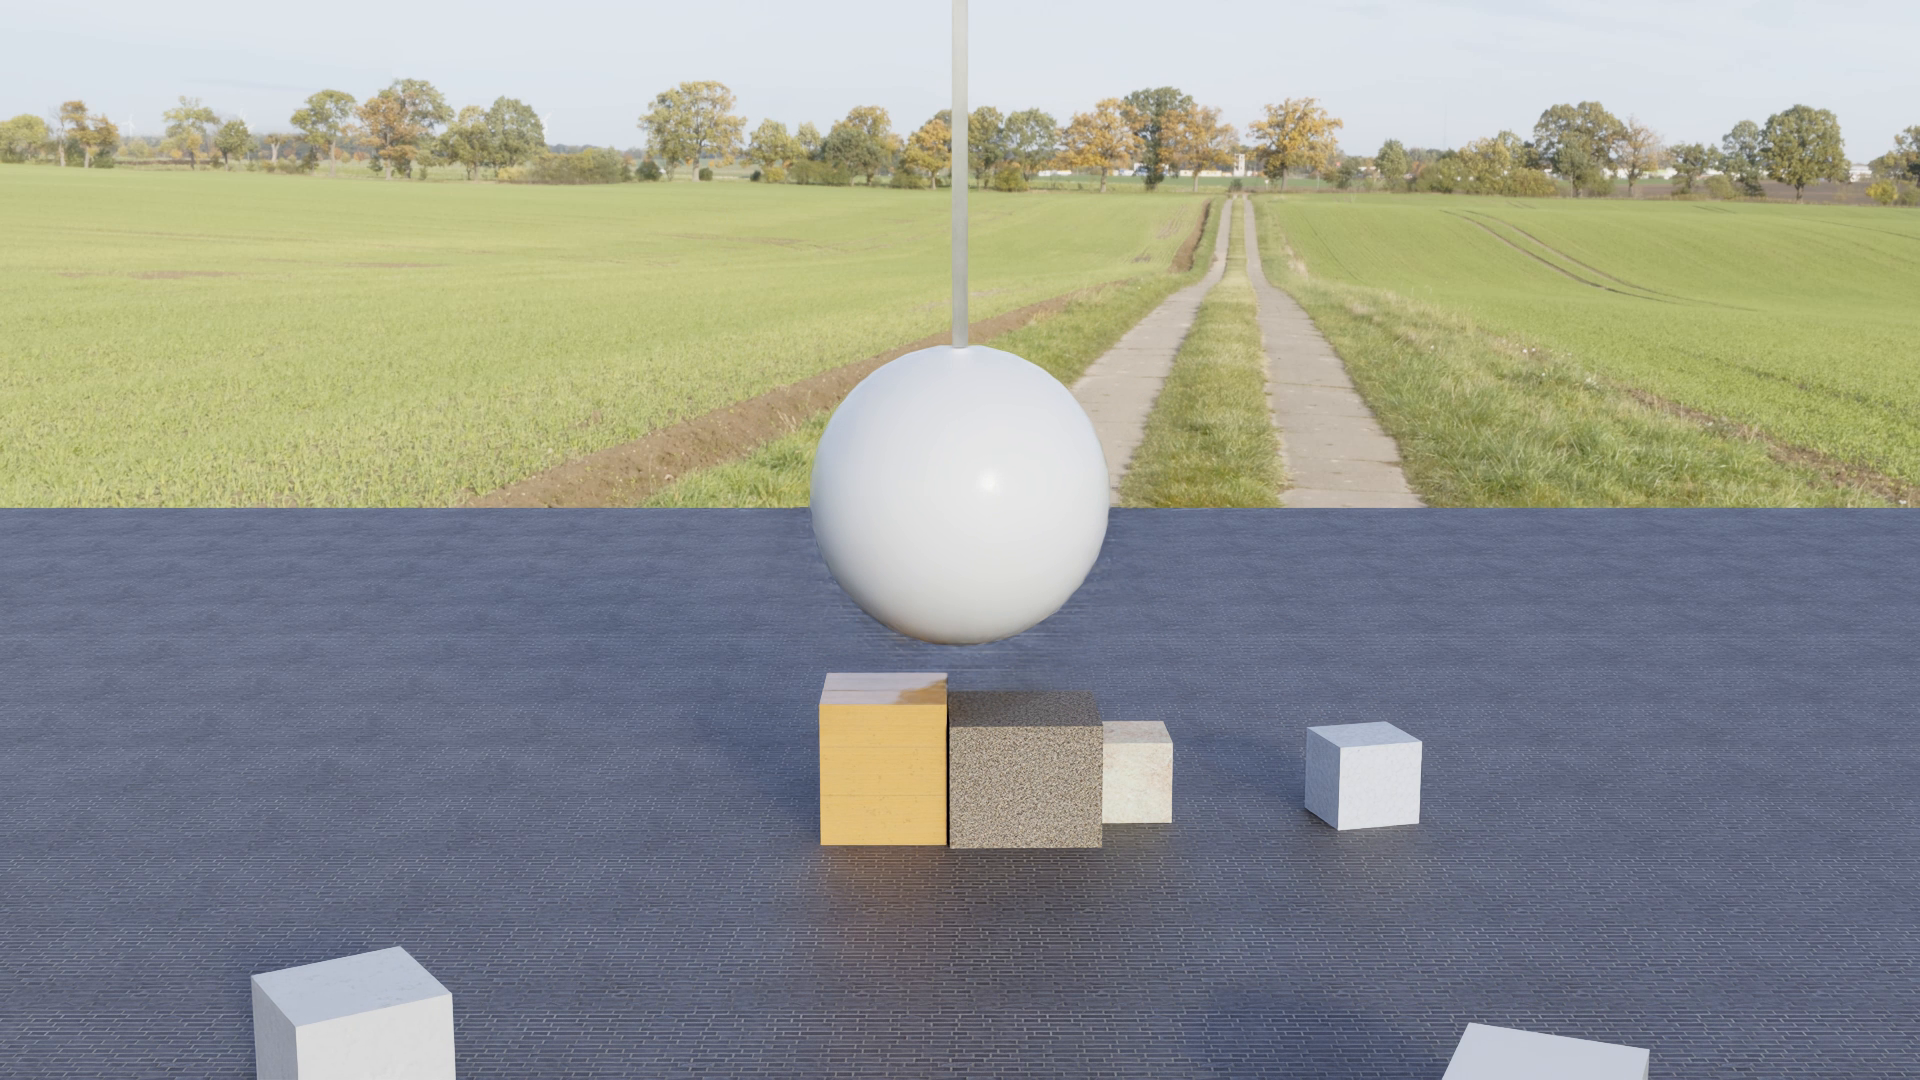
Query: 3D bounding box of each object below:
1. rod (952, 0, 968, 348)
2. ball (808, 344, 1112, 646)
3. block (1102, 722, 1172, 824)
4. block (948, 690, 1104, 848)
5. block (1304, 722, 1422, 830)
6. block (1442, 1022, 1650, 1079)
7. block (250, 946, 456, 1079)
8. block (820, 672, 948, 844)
[{"bbox_3d":[0.000,-3.518,10.767,0.080,5.200,0.080,0,15,0],"label":"rod"},{"bbox_3d":[0.000,-0.237,11.659,1.600,1.600,1.600,0,10,0],"label":"ball"},{"bbox_3d":[0.900,1.224,11.638,0.395,0.428,0.442,0,10,-1],"label":"block"},{"bbox_3d":[0.323,1.174,11.347,0.766,0.630,0.713,0,10,-1],"label":"block"},{"bbox_3d":[2.114,1.234,11.553,0.458,0.439,0.418,-3,11,-15],"label":"block"},{"bbox_3d":[1.903,1.985,7.204,0.596,0.516,0.638,4,11,22],"label":"block"},{"bbox_3d":[-2.189,1.851,7.942,0.554,0.517,0.558,-7,12,-32],"label":"block"},{"bbox_3d":[-0.385,1.121,11.361,0.635,0.730,0.663,0,10,0],"label":"block"}]
